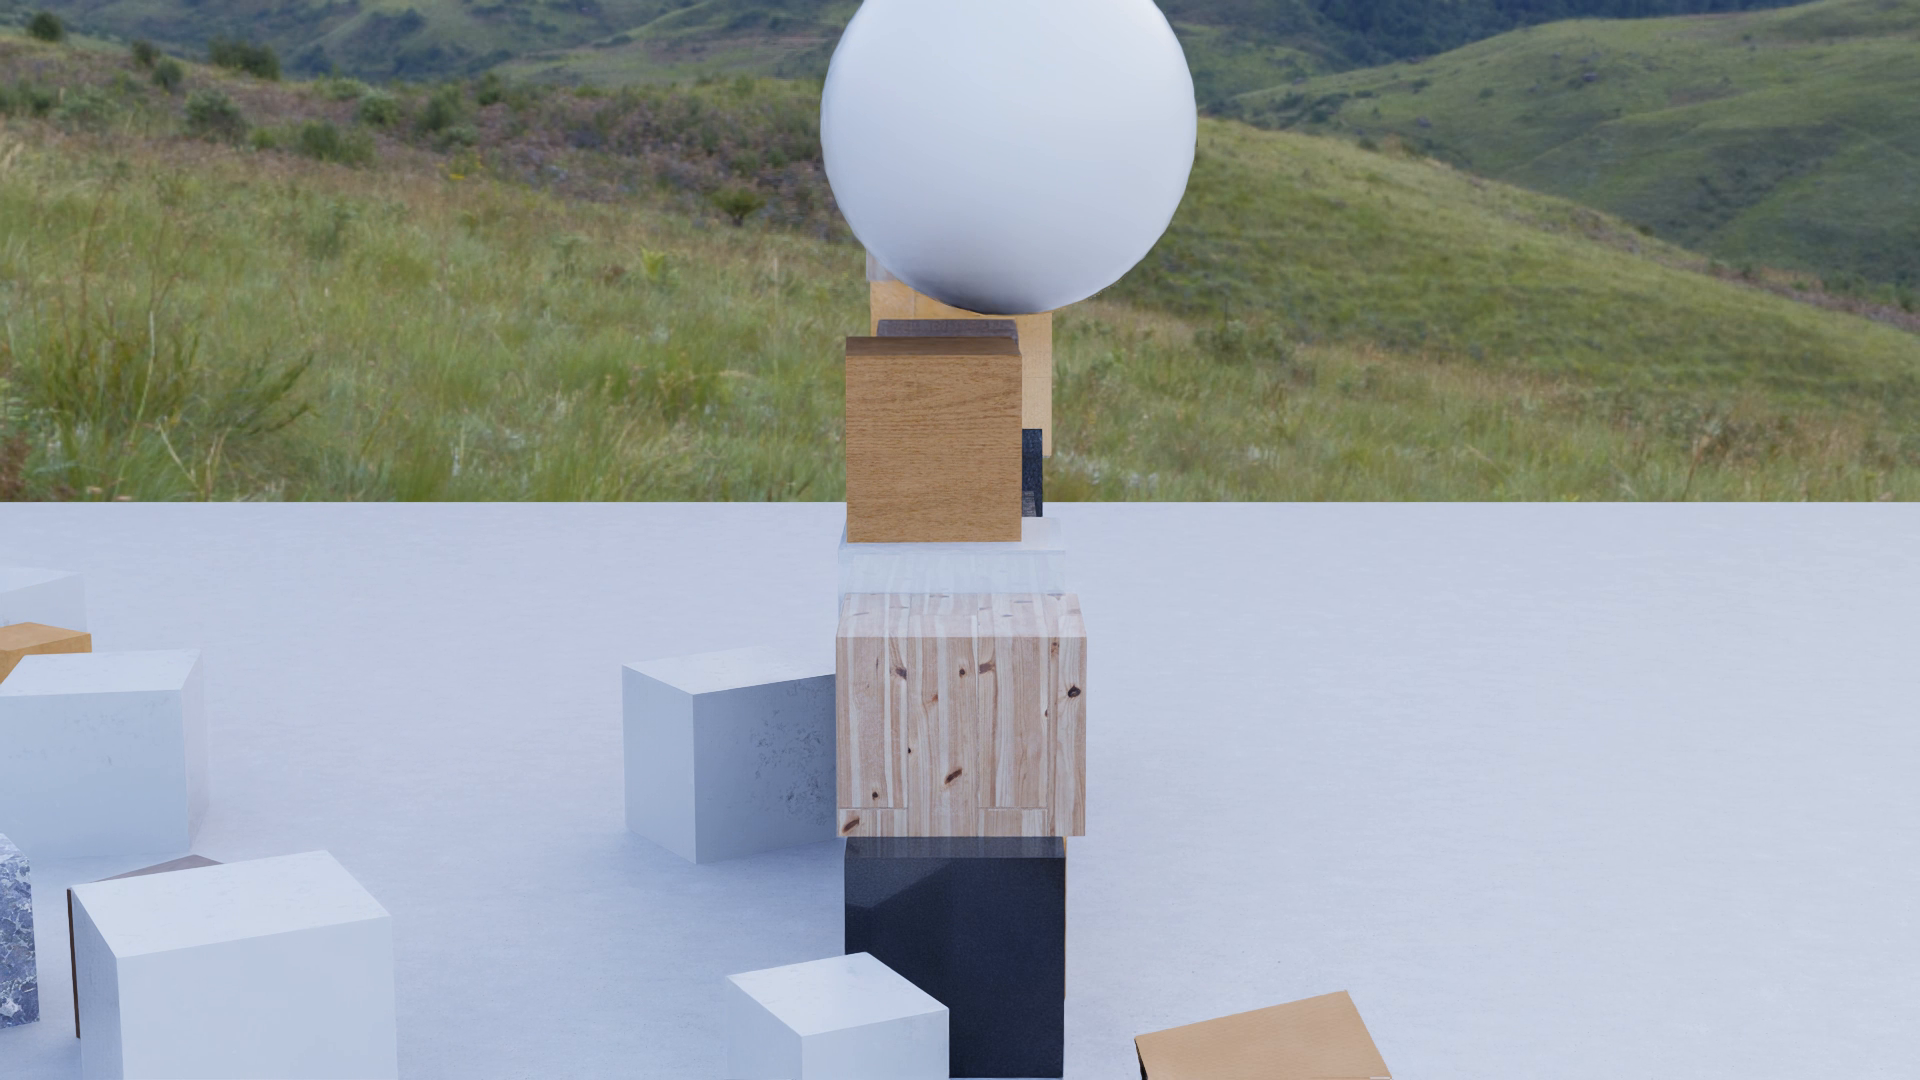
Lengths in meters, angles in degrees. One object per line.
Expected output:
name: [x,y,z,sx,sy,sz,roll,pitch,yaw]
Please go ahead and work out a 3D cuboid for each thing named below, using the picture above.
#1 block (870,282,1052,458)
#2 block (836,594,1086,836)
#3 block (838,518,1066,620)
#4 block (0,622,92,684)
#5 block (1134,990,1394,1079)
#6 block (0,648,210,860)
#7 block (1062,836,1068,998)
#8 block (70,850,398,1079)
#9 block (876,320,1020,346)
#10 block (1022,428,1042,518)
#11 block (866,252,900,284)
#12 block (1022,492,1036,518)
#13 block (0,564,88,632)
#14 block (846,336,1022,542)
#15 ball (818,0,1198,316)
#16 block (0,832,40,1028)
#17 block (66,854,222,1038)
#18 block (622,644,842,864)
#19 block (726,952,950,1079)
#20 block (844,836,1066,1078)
block: [0.012,-0.849,13.017,0.890,0.856,0.799,0,1,1]
block: [0.004,0.633,9.507,0.889,0.730,0.775,0,10,0]
block: [-0.030,0.417,10.246,0.871,0.905,0.735,0,10,0]
block: [-5.039,0.779,13.779,0.540,0.538,0.515,7,12,33]
block: [0.935,1.790,7.609,0.664,0.565,0.591,-12,18,-2]
block: [-4.001,0.987,12.010,0.819,0.760,0.847,-2,10,-10]
block: [0.013,1.289,10.230,0.787,0.804,0.893,0,10,0]
block: [-2.463,1.588,8.700,0.878,0.763,0.831,-6,12,-28]
block: [-0.055,-0.533,10.935,0.590,0.739,0.606,0,12,-1]
block: [-0.002,-0.001,12.479,0.797,0.880,0.732,0,-18,1]
block: [-0.052,-1.618,13.020,0.748,0.682,0.836,0,1,5]
block: [-0.038,0.206,10.944,0.713,0.709,0.686,0,12,0]
block: [-5.413,0.564,14.469,0.684,0.713,0.636,4,11,23]
block: [-0.114,-0.414,10.253,0.678,0.728,0.728,0,10,-2]
ball: [0.204,-1.752,10.862,1.600,1.600,1.600,0,10,0]
block: [-3.879,1.483,9.645,0.633,0.631,0.587,-7,12,-33]
block: [-2.898,1.545,9.473,0.494,0.571,0.546,8,13,38]
block: [-1.064,0.982,11.966,0.767,0.786,0.711,-7,12,-33]
block: [-0.407,1.746,8.424,0.518,0.550,0.614,-5,12,-27]
block: [-0.017,1.437,9.397,0.771,0.811,0.778,0,10,0]
